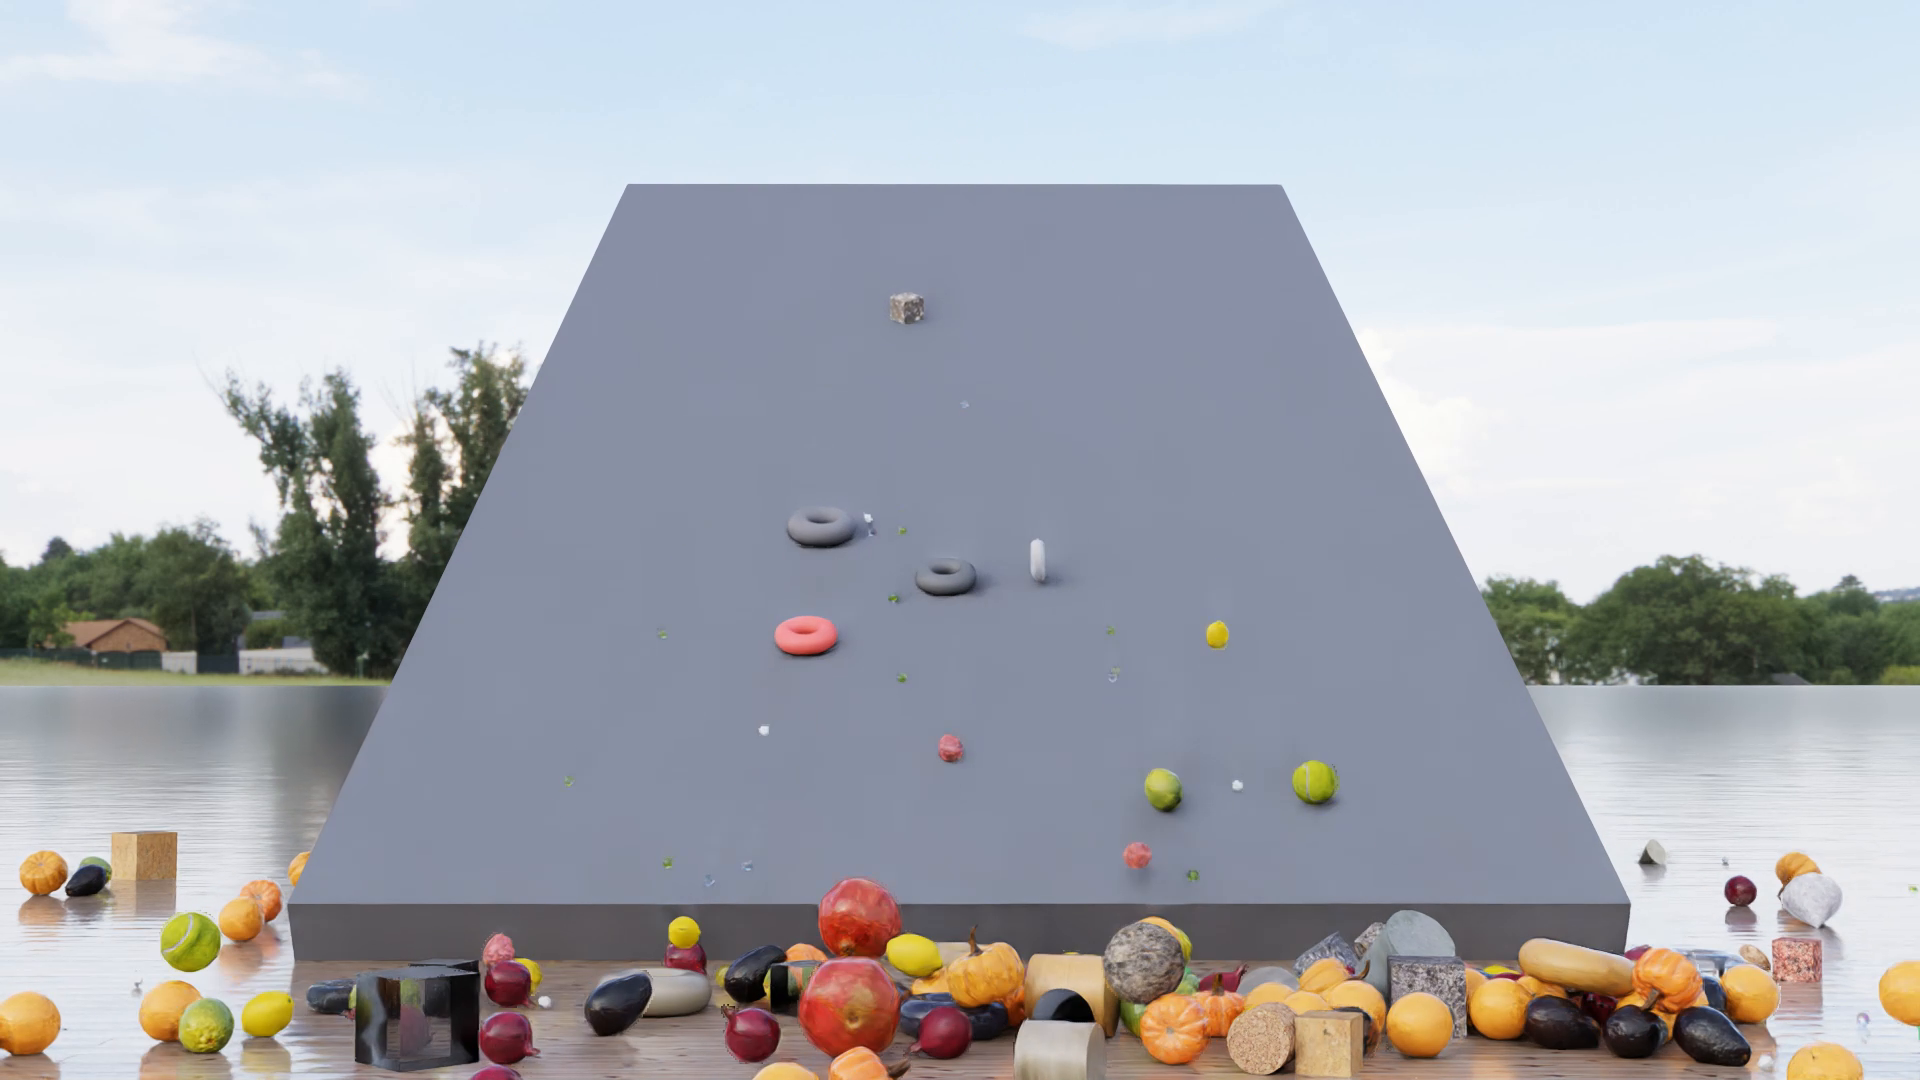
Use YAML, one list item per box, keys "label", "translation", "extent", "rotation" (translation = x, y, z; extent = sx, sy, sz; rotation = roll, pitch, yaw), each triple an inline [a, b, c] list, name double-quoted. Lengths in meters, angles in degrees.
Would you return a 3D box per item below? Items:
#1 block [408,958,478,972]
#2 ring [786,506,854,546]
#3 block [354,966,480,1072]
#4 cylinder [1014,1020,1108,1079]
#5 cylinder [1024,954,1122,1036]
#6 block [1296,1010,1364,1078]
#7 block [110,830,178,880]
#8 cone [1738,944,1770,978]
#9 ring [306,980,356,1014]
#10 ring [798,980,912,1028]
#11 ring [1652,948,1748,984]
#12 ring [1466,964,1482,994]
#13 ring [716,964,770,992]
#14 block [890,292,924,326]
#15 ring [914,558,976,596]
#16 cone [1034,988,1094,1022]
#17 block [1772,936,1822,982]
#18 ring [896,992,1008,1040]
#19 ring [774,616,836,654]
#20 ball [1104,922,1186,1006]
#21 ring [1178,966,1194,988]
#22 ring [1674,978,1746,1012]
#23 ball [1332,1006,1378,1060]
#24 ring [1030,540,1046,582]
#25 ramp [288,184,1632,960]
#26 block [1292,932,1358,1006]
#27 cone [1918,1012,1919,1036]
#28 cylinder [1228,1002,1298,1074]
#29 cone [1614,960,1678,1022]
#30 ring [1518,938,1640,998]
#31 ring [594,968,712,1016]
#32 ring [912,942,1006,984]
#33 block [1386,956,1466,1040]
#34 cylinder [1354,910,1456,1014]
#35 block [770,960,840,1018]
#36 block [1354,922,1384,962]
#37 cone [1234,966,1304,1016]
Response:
- label: "block"
  translation: [-0.658, 0.569, 2.965]
  extent: [0.062, 0.062, 0.062]
  rotation: [-1, -4, 21]
- label: "ring"
  translation: [-0.280, -0.028, 4.680]
  extent: [0.139, 0.046, 0.139]
  rotation: [1, 24, -1]
- label: "block"
  translation: [-0.600, 0.528, 2.573]
  extent: [0.098, 0.098, 0.098]
  rotation: [3, -5, -43]
- label: "cylinder"
  translation: [0.102, 0.527, 2.363]
  extent: [0.075, 0.075, 0.075]
  rotation: [-6, -6, 21]
- label: "cylinder"
  translation: [0.135, 0.540, 2.762]
  extent: [0.095, 0.095, 0.095]
  rotation: [-3, -4, 17]
- label: "block"
  translation: [0.399, 0.543, 2.513]
  extent: [0.060, 0.060, 0.060]
  rotation: [-1, -4, 23]
- label: "block"
  translation: [-1.738, 0.671, 4.958]
  extent: [0.096, 0.096, 0.096]
  rotation: [-3, -4, 38]
- label: "cone"
  translation: [1.113, 0.609, 3.299]
  extent: [0.051, 0.051, 0.051]
  rotation: [-30, 14, -33]
- label: "ring"
  translation: [-0.783, 0.584, 2.975]
  extent: [0.105, 0.035, 0.105]
  rotation: [1, -3, 0]
- label: "ring"
  translation: [-0.128, 0.571, 2.870]
  extent: [0.143, 0.048, 0.143]
  rotation: [1, -4, 0]
- label: "ring"
  translation: [1.033, 0.596, 3.250]
  extent: [0.129, 0.043, 0.129]
  rotation: [1, -4, 0]
- label: "ring"
  translation: [0.646, 0.592, 3.145]
  extent: [0.114, 0.038, 0.114]
  rotation: [0, -2, 0]
- label: "ring"
  translation: [-0.290, 0.598, 3.185]
  extent: [0.091, 0.030, 0.091]
  rotation: [1, -4, 0]
- label: "block"
  translation: [-0.135, -0.589, 5.918]
  extent: [0.061, 0.061, 0.061]
  rotation: [-17, 29, -33]
- label: "ring"
  translation: [-0.027, 0.069, 4.470]
  extent: [0.120, 0.040, 0.120]
  rotation: [-1, 25, 0]
- label: "cone"
  translation: [0.111, 0.569, 2.709]
  extent: [0.072, 0.072, 0.072]
  rotation: [1, -30, -15]
- label: "block"
  translation: [1.179, 0.591, 3.278]
  extent: [0.055, 0.055, 0.055]
  rotation: [-2, -4, 32]
- label: "ring"
  translation: [-0.009, 0.566, 2.767]
  extent: [0.136, 0.045, 0.136]
  rotation: [1, -4, 0]
- label: "ring"
  translation: [-0.281, 0.174, 4.237]
  extent: [0.114, 0.038, 0.114]
  rotation: [-1, 24, 1]
- label: "ball"
  translation: [0.206, 0.475, 2.606]
  extent: [0.091, 0.091, 0.091]
  rotation: [0, -3, 0]
- label: "ring"
  translation: [0.277, 0.600, 3.199]
  extent: [0.087, 0.029, 0.087]
  rotation: [1, -3, 0]
- label: "ring"
  translation: [0.960, 0.586, 2.998]
  extent: [0.101, 0.034, 0.101]
  rotation: [1, -3, 0]
- label: "ball"
  translation: [0.430, 0.545, 2.566]
  extent: [0.062, 0.062, 0.062]
  rotation: [0, -3, 0]
- label: "ring"
  translation: [0.150, 0.039, 4.477]
  extent: [0.027, 0.081, 0.081]
  rotation: [-5, -4, 3]
- label: "ramp"
  translation: [-0.008, -0.228, 5.307]
  extent: [2.000, 0.100, 4.000]
  rotation: [0, 24, 0]
- label: "block"
  translation: [0.479, 0.557, 3.023]
  extent: [0.062, 0.062, 0.062]
  rotation: [-37, -8, 17]
- label: "cone"
  translation: [1.089, 0.560, 2.594]
  extent: [0.082, 0.082, 0.082]
  rotation: [0, -30, -5]
- label: "cylinder"
  translation: [0.332, 0.539, 2.520]
  extent: [0.069, 0.069, 0.069]
  rotation: [-1, -4, 23]
- label: "cone"
  translation: [0.852, 0.580, 2.926]
  extent: [0.080, 0.080, 0.080]
  rotation: [0, -30, 2]
- label: "ring"
  translation: [0.728, 0.503, 2.735]
  extent: [0.142, 0.047, 0.142]
  rotation: [12, -5, 1]
- label: "ring"
  translation: [-0.391, 0.576, 2.965]
  extent: [0.148, 0.049, 0.148]
  rotation: [1, -4, 0]
- label: "ring"
  translation: [-0.001, 0.598, 3.288]
  extent: [0.135, 0.045, 0.135]
  rotation: [1, -2, 0]
- label: "block"
  translation: [0.557, 0.546, 2.783]
  extent: [0.086, 0.086, 0.086]
  rotation: [0, -3, 7]
- label: "cylinder"
  translation: [0.558, 0.531, 2.923]
  extent: [0.094, 0.094, 0.094]
  rotation: [2, -47, -26]
- label: "block"
  translation: [-0.196, 0.568, 2.943]
  extent: [0.063, 0.063, 0.063]
  rotation: [3, -5, -44]
- label: "block"
  translation: [0.594, 0.575, 3.224]
  extent: [0.064, 0.064, 0.064]
  rotation: [-3, 16, 37]
- label: "cone"
  translation: [0.384, 0.573, 2.828]
  extent: [0.084, 0.084, 0.084]
  rotation: [-1, -30, 20]
